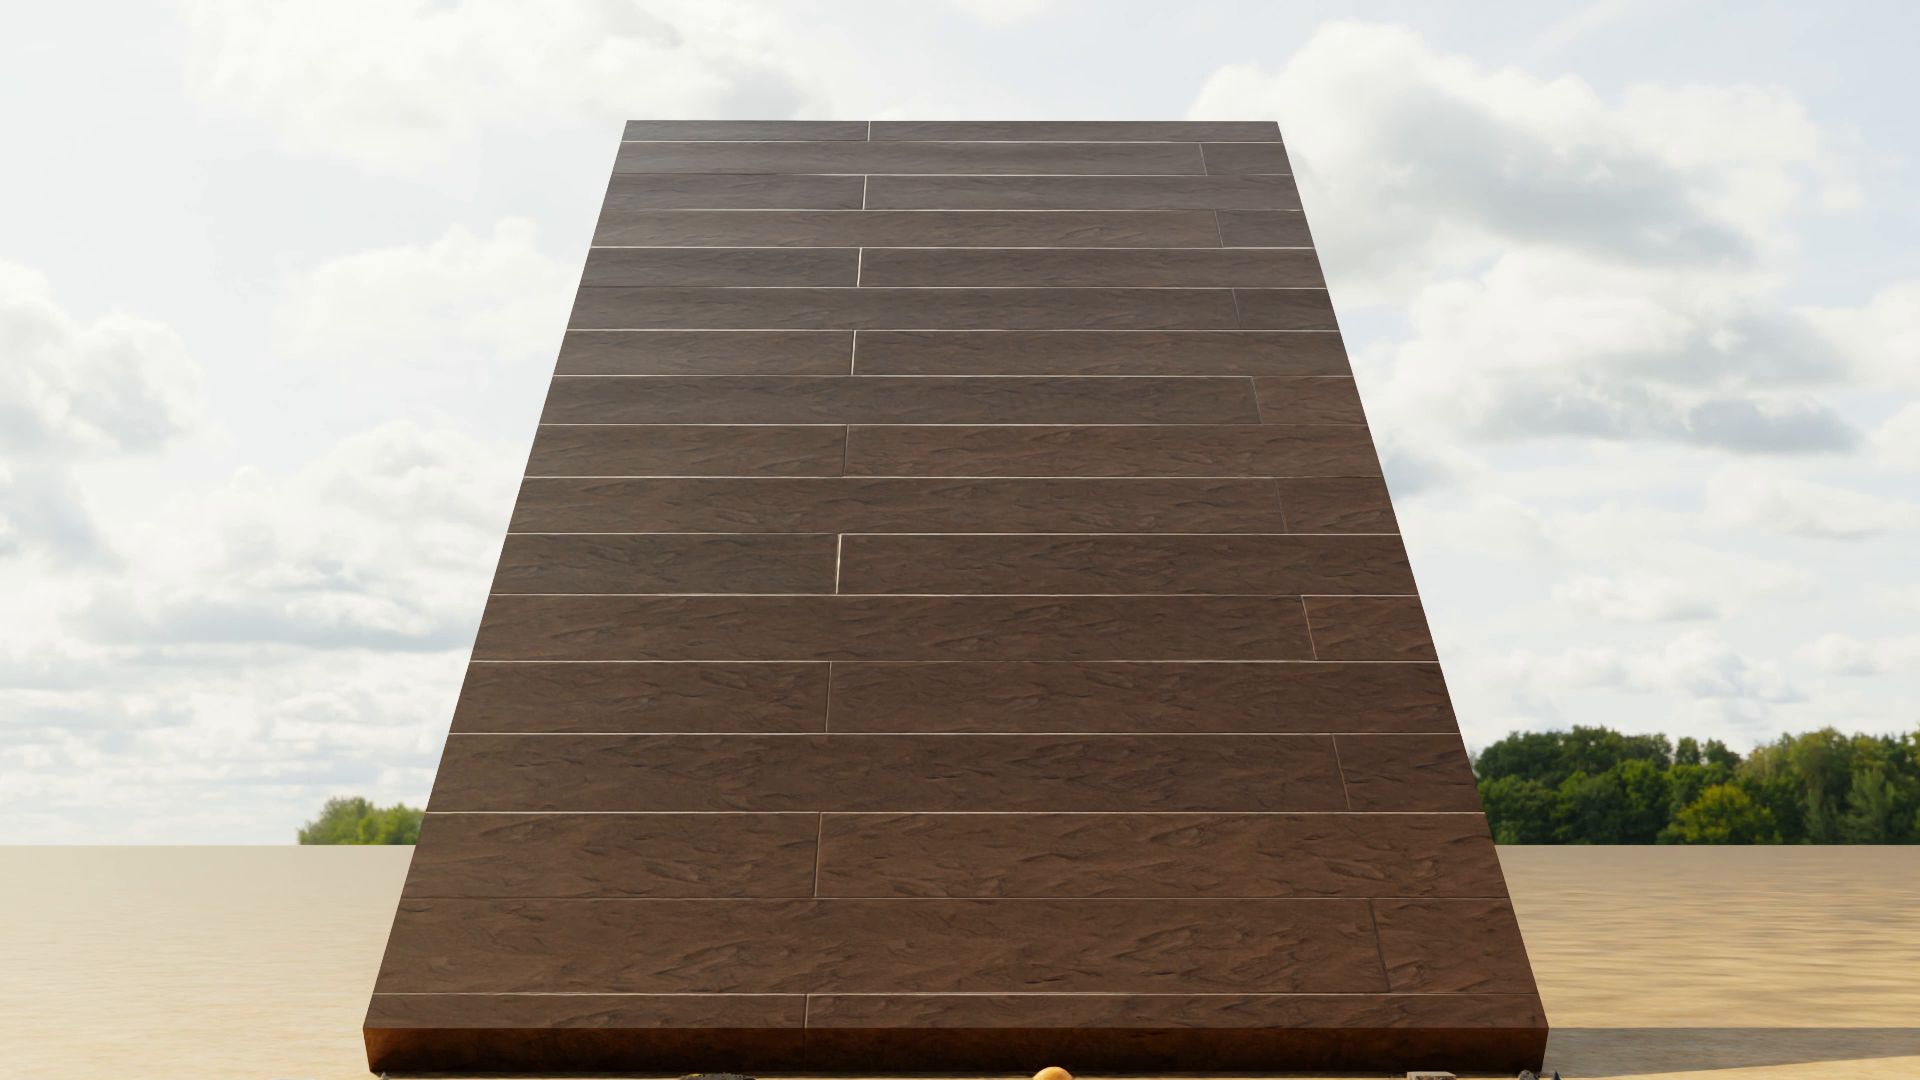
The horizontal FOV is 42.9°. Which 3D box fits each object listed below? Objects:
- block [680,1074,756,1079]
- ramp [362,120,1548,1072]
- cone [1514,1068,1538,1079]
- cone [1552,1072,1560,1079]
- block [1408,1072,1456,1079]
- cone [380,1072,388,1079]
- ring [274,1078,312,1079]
[{"bbox_3d":[-0.326,0.759,3.278,0.076,0.076,0.076,4,-8,-29],"label":"block"},{"bbox_3d":[-0.015,-0.192,5.843,2.000,0.100,4.000,0,32,0],"label":"ramp"},{"bbox_3d":[0.841,0.835,3.684,0.054,0.054,0.054,5,-45,-36],"label":"cone"},{"bbox_3d":[0.853,0.791,3.491,0.066,0.066,0.066,0,-7,0],"label":"cone"},{"bbox_3d":[0.679,0.798,3.517,0.058,0.058,0.058,0,-7,-2],"label":"block"},{"bbox_3d":[-0.744,0.734,3.152,0.096,0.096,0.096,0,-7,0],"label":"cone"},{"bbox_3d":[-0.955,0.800,3.491,0.148,0.049,0.148,1,-7,0],"label":"ring"}]
